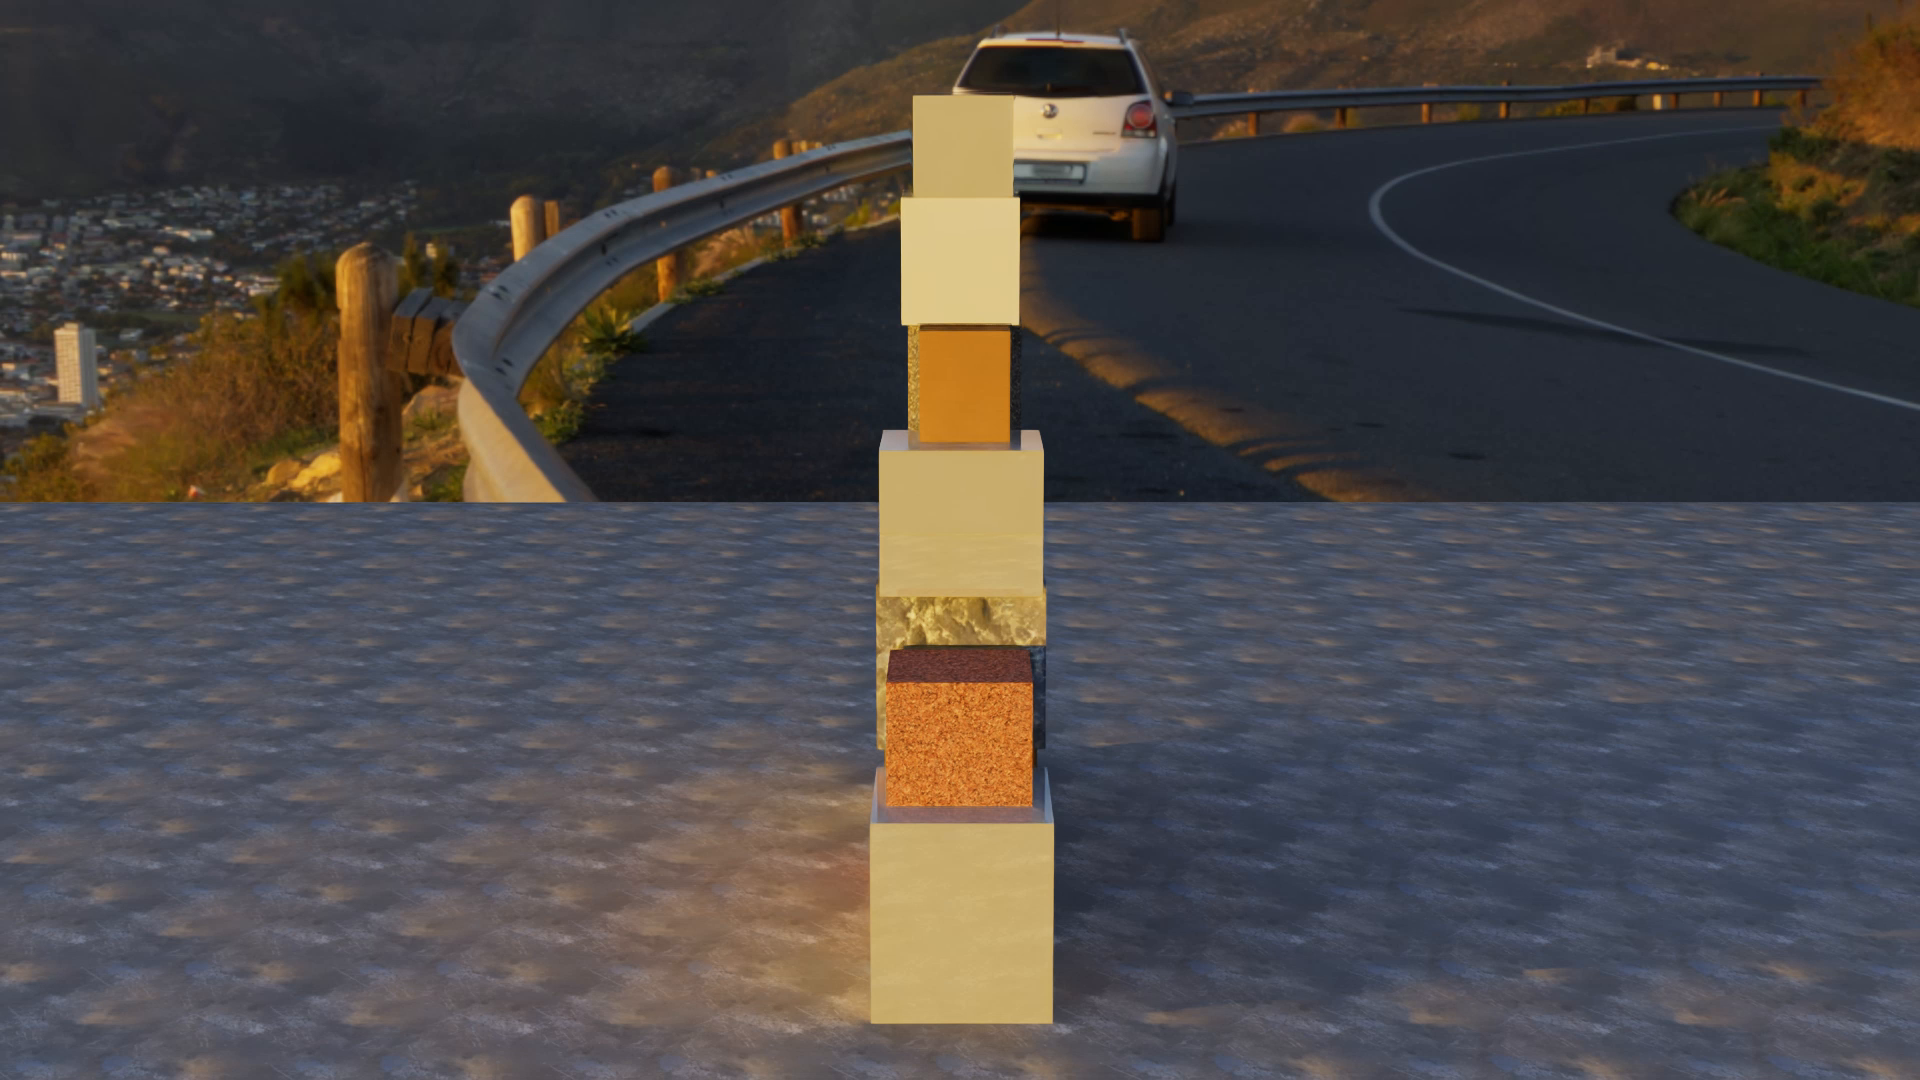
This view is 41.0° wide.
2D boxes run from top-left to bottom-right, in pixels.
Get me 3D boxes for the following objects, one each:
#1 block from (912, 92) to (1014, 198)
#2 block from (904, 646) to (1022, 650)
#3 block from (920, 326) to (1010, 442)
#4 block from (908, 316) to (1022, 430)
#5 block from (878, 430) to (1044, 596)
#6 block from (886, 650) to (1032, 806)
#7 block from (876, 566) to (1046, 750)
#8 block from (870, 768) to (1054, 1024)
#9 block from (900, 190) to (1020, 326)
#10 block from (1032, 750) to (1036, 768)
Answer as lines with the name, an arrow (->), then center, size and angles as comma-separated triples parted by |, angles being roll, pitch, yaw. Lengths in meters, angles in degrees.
block -> 0.014, -1.676, 10.845 | 0.415, 0.420, 0.449 | 0, 12, 0
block -> 0.012, 0.770, 10.517 | 0.497, 0.567, 0.562 | 0, 10, 0
block -> 0.019, -0.667, 10.761 | 0.375, 0.457, 0.410 | 0, 10, 0
block -> 0.020, -0.735, 11.264 | 0.485, 0.534, 0.576 | 0, 12, 0
block -> 0.006, -0.120, 10.706 | 0.665, 0.601, 0.614 | 0, 10, 0
block -> -0.002, 0.720, 9.928 | 0.550, 0.480, 0.560 | 0, 10, 0
block -> 0.005, 0.469, 11.129 | 0.711, 0.709, 0.729 | 0, 10, 0
block -> 0.007, 1.359, 9.923 | 0.681, 0.776, 0.779 | 0, 10, 0
block -> 0.002, -1.211, 10.946 | 0.494, 0.531, 0.460 | 0, 12, 0
block -> 0.004, 1.149, 11.310 | 0.647, 0.693, 0.660 | 0, 10, 0
